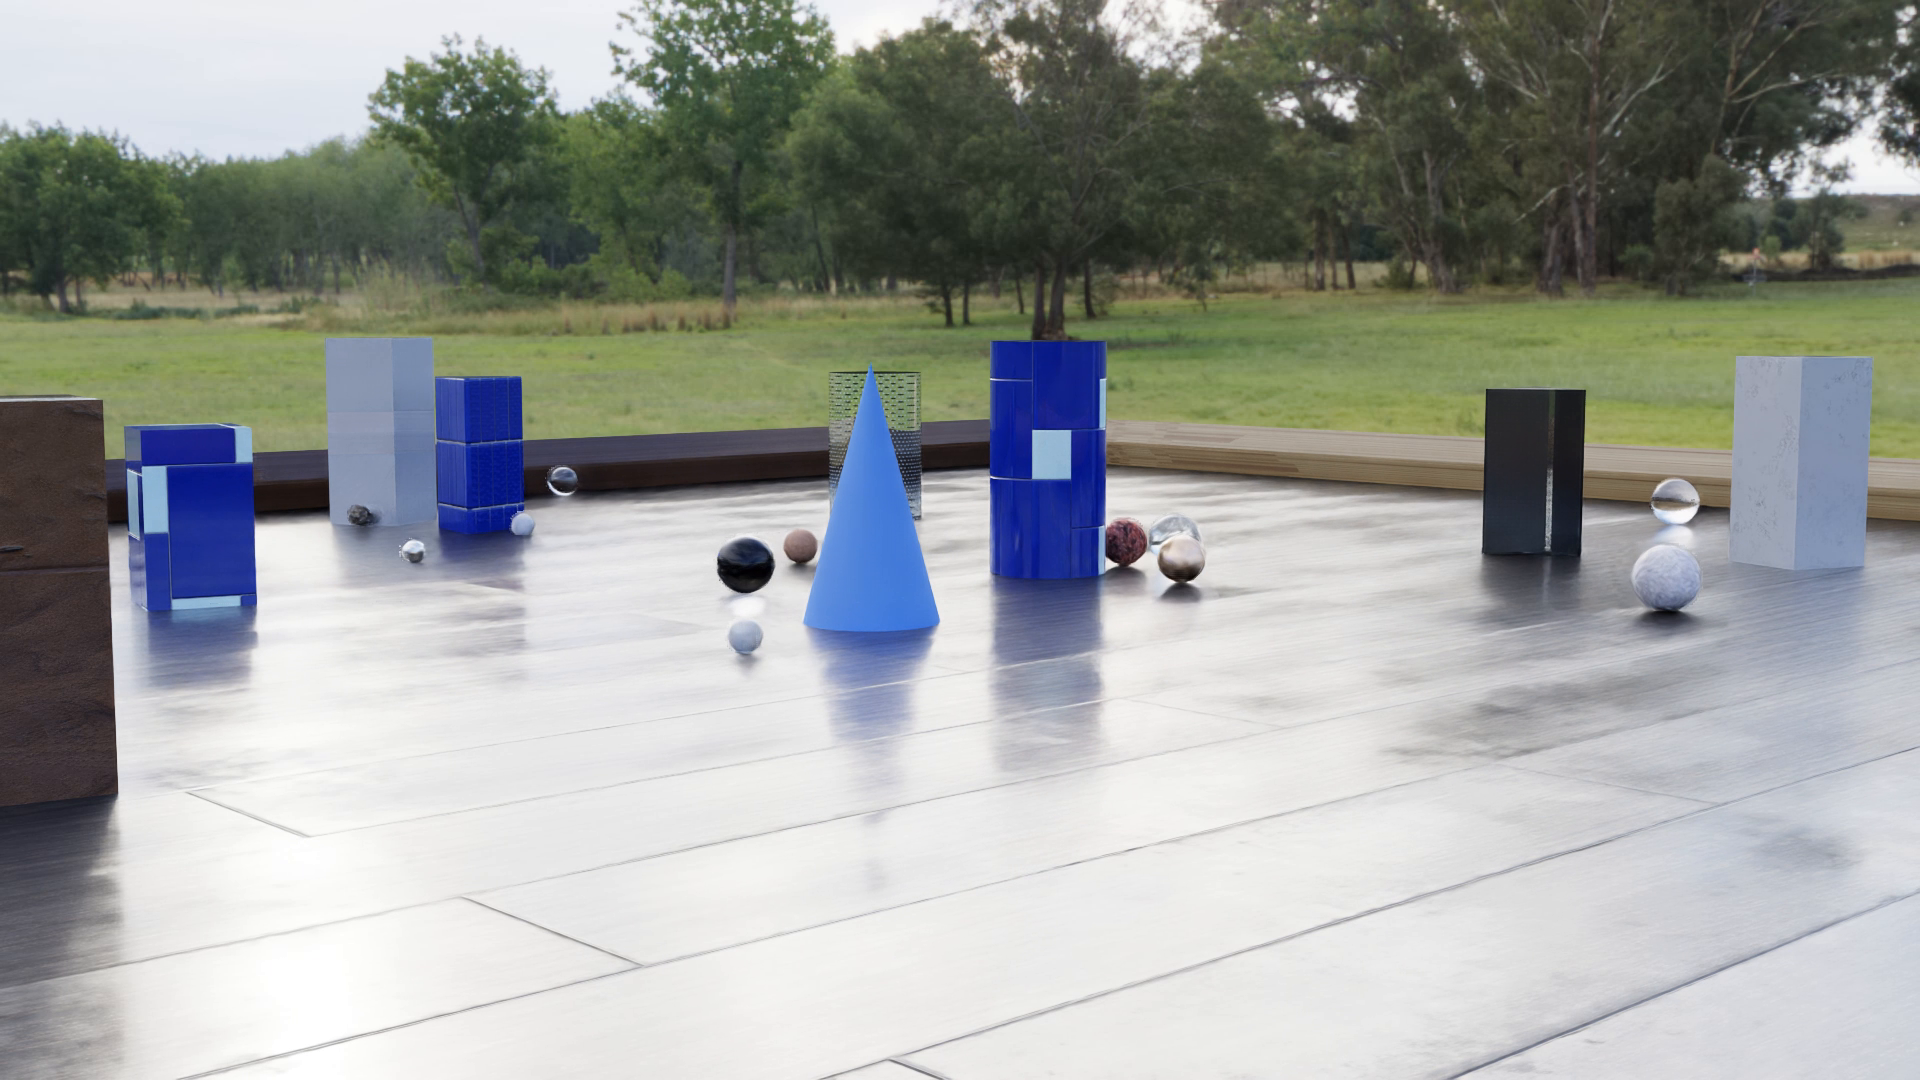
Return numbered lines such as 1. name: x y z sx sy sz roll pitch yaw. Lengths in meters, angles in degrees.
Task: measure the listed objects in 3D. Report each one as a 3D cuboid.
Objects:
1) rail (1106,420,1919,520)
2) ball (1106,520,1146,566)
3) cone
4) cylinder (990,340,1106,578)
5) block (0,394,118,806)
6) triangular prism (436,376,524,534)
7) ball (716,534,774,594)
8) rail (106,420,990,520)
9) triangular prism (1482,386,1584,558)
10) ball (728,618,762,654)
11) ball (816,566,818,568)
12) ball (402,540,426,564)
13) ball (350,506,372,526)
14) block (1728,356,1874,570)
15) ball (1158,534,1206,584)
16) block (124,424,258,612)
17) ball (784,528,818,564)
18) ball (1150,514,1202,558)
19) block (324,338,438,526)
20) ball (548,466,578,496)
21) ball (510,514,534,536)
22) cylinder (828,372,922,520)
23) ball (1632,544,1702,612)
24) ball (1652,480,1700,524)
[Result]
1. rail: 1.755 -0.134 4.943 0.045 0.129 4.433 -5 8 -42
2. ball: 0.287 0.004 3.855 0.081 0.081 0.081 0 6 0
3. cone: -0.127 -0.068 3.142 0.198 0.372 0.198 0 6 0
4. cylinder: 0.150 -0.141 3.743 0.198 0.393 0.198 0 6 0
5. block: -0.888 0.051 2.041 0.159 0.364 0.159 -4 7 -32
6. triangular prism: -0.964 -0.178 4.490 0.149 0.311 0.172 -4 7 -33
7. ball: -0.339 0.038 3.473 0.093 0.093 0.093 0 6 0
8. rail: -1.487 -0.134 4.935 4.824 0.129 0.045 -5 8 -42
9. triangular prism: 1.063 -0.130 4.068 0.172 0.303 0.149 2 6 16
10. ball: -0.280 0.125 2.868 0.045 0.045 0.045 0 6 0
11. ball: -0.193 0.051 3.474 0.068 0.068 0.068 0 6 0
12. ball: -0.966 0.021 3.889 0.041 0.041 0.041 0 6 0
13. ball: -1.244 -0.050 4.561 0.043 0.043 0.043 0 6 0
14. block: 1.478 -0.140 3.870 0.159 0.365 0.159 -2 6 -23
15. ball: 0.363 0.031 3.606 0.079 0.079 0.079 0 6 0
16. block: -1.176 -0.039 3.361 0.159 0.269 0.159 -3 7 -29
17. ball: -0.282 0.011 3.886 0.061 0.061 0.061 0 6 0
18. ball: 0.376 0.000 3.844 0.091 0.091 0.091 0 6 0
19. block: -1.220 -0.232 4.641 0.159 0.388 0.159 2 6 18
20. ball: -0.955 -0.140 5.289 0.071 0.071 0.071 0 6 0
21. ball: -0.864 -0.029 4.345 0.046 0.046 0.046 0 6 0
22. cylinder: -0.182 -0.202 4.707 0.198 0.313 0.198 0 6 0
23. ball: 1.050 0.056 3.267 0.099 0.099 0.099 0 6 0
24. ball: 1.493 -0.079 4.590 0.095 0.095 0.095 0 6 0
